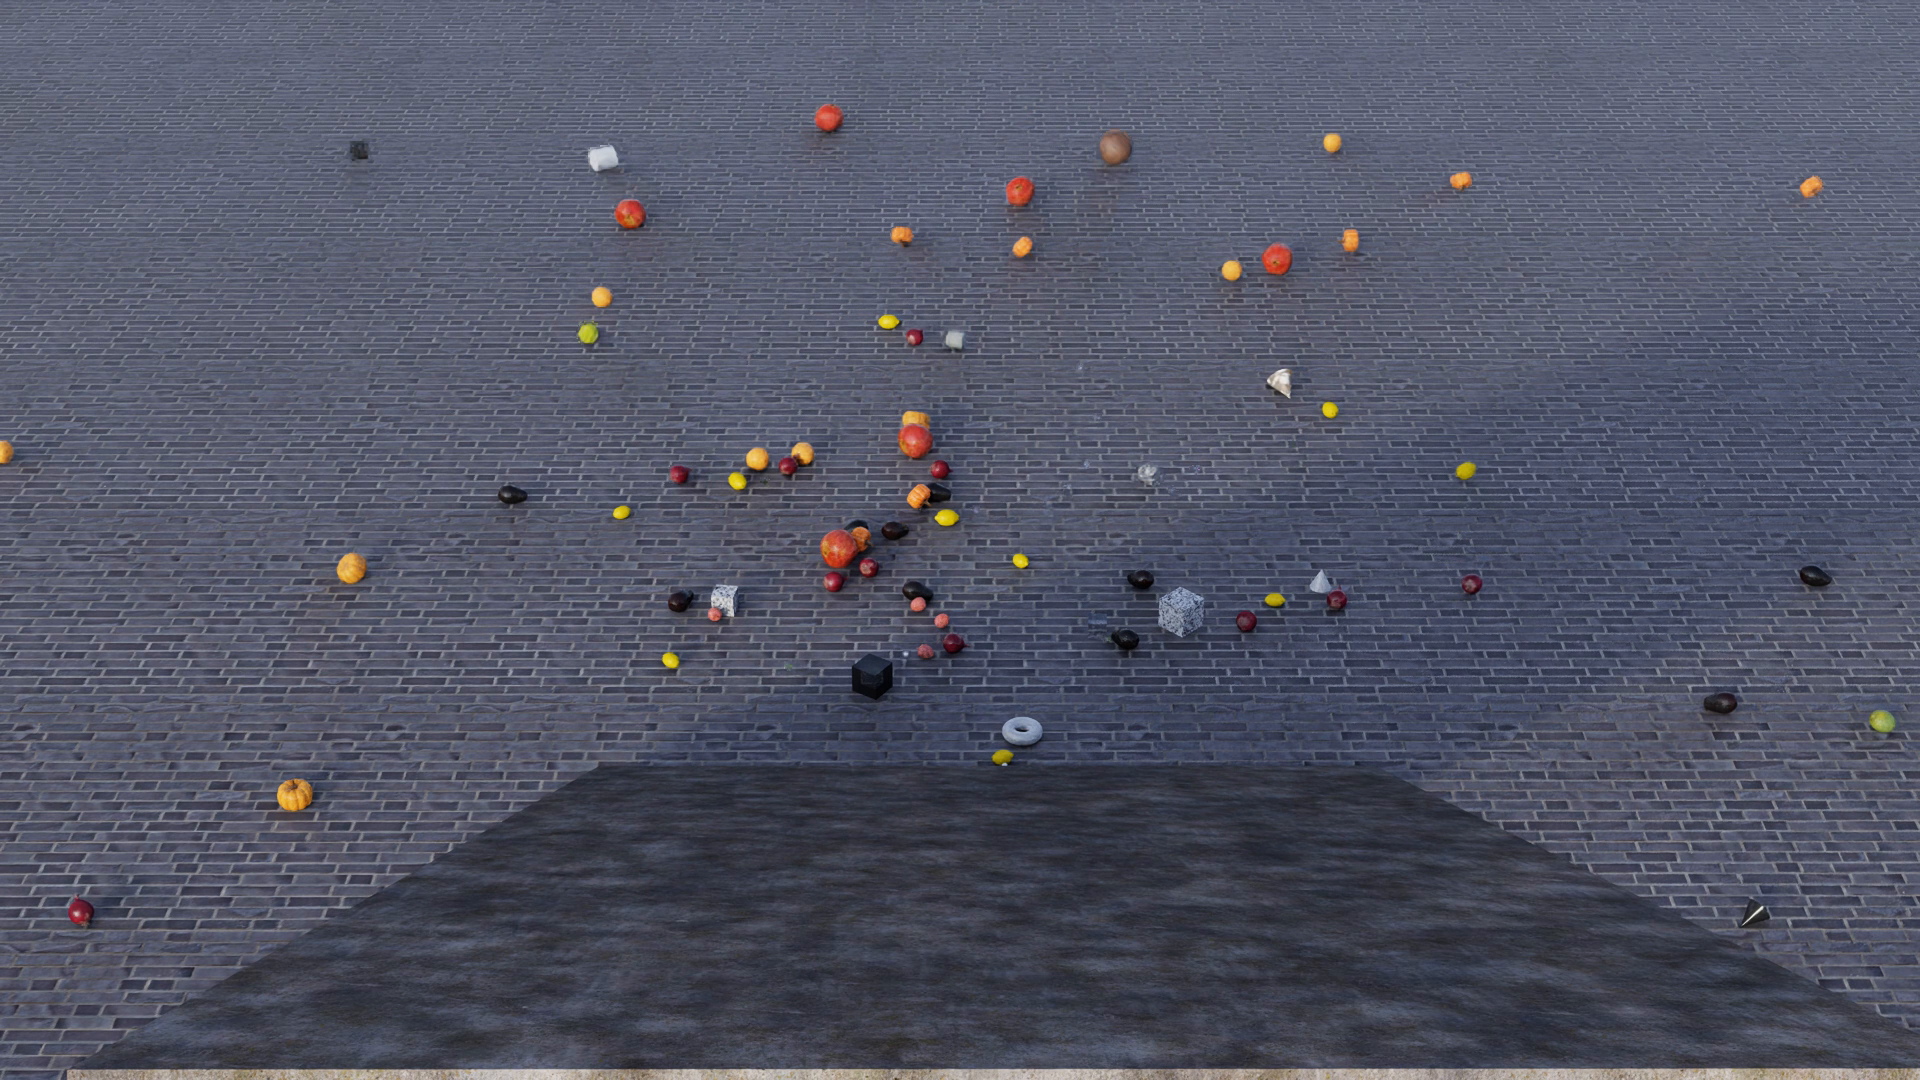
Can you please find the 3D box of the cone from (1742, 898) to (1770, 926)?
[{"bbox_3d":[1.917,0.917,6.283,0.065,0.065,0.065,-40,43,-10],"label":"cone"}]

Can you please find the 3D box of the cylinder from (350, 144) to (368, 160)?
[{"bbox_3d":[-2.385,-1.544,10.294,0.065,0.065,0.065,-3,31,-9],"label":"cylinder"}]

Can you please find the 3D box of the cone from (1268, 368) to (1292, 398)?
[{"bbox_3d":[1.081,-0.505,8.610,0.092,0.092,0.092,-11,60,-18],"label":"cone"}]

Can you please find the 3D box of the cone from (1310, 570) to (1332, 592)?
[{"bbox_3d":[1.056,0.111,7.576,0.063,0.063,0.063,0,31,0],"label":"cone"}]

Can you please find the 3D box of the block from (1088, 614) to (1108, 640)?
[{"bbox_3d":[0.391,0.246,7.363,0.053,0.053,0.053,2,31,3],"label":"block"}]

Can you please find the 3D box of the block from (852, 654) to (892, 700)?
[{"bbox_3d":[-0.241,0.375,7.124,0.080,0.080,0.080,19,36,29],"label":"block"}]

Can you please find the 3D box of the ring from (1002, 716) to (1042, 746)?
[{"bbox_3d":[0.167,0.513,6.941,0.110,0.037,0.110,0,30,0],"label":"ring"}]

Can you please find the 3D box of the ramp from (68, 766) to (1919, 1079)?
[{"bbox_3d":[0.070,0.617,4.695,2.000,0.100,4.000,0,0,0],"label":"ramp"}]

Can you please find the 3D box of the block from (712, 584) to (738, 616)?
[{"bbox_3d":[-0.677,0.174,7.470,0.064,0.064,0.064,5,32,8],"label":"block"}]

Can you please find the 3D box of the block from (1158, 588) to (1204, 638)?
[{"bbox_3d":[0.632,0.206,7.394,0.090,0.090,0.090,27,41,37],"label":"block"}]

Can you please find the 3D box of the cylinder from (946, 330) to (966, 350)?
[{"bbox_3d":[-0.013,-0.687,8.895,0.056,0.056,0.056,8,32,14],"label":"cylinder"}]
